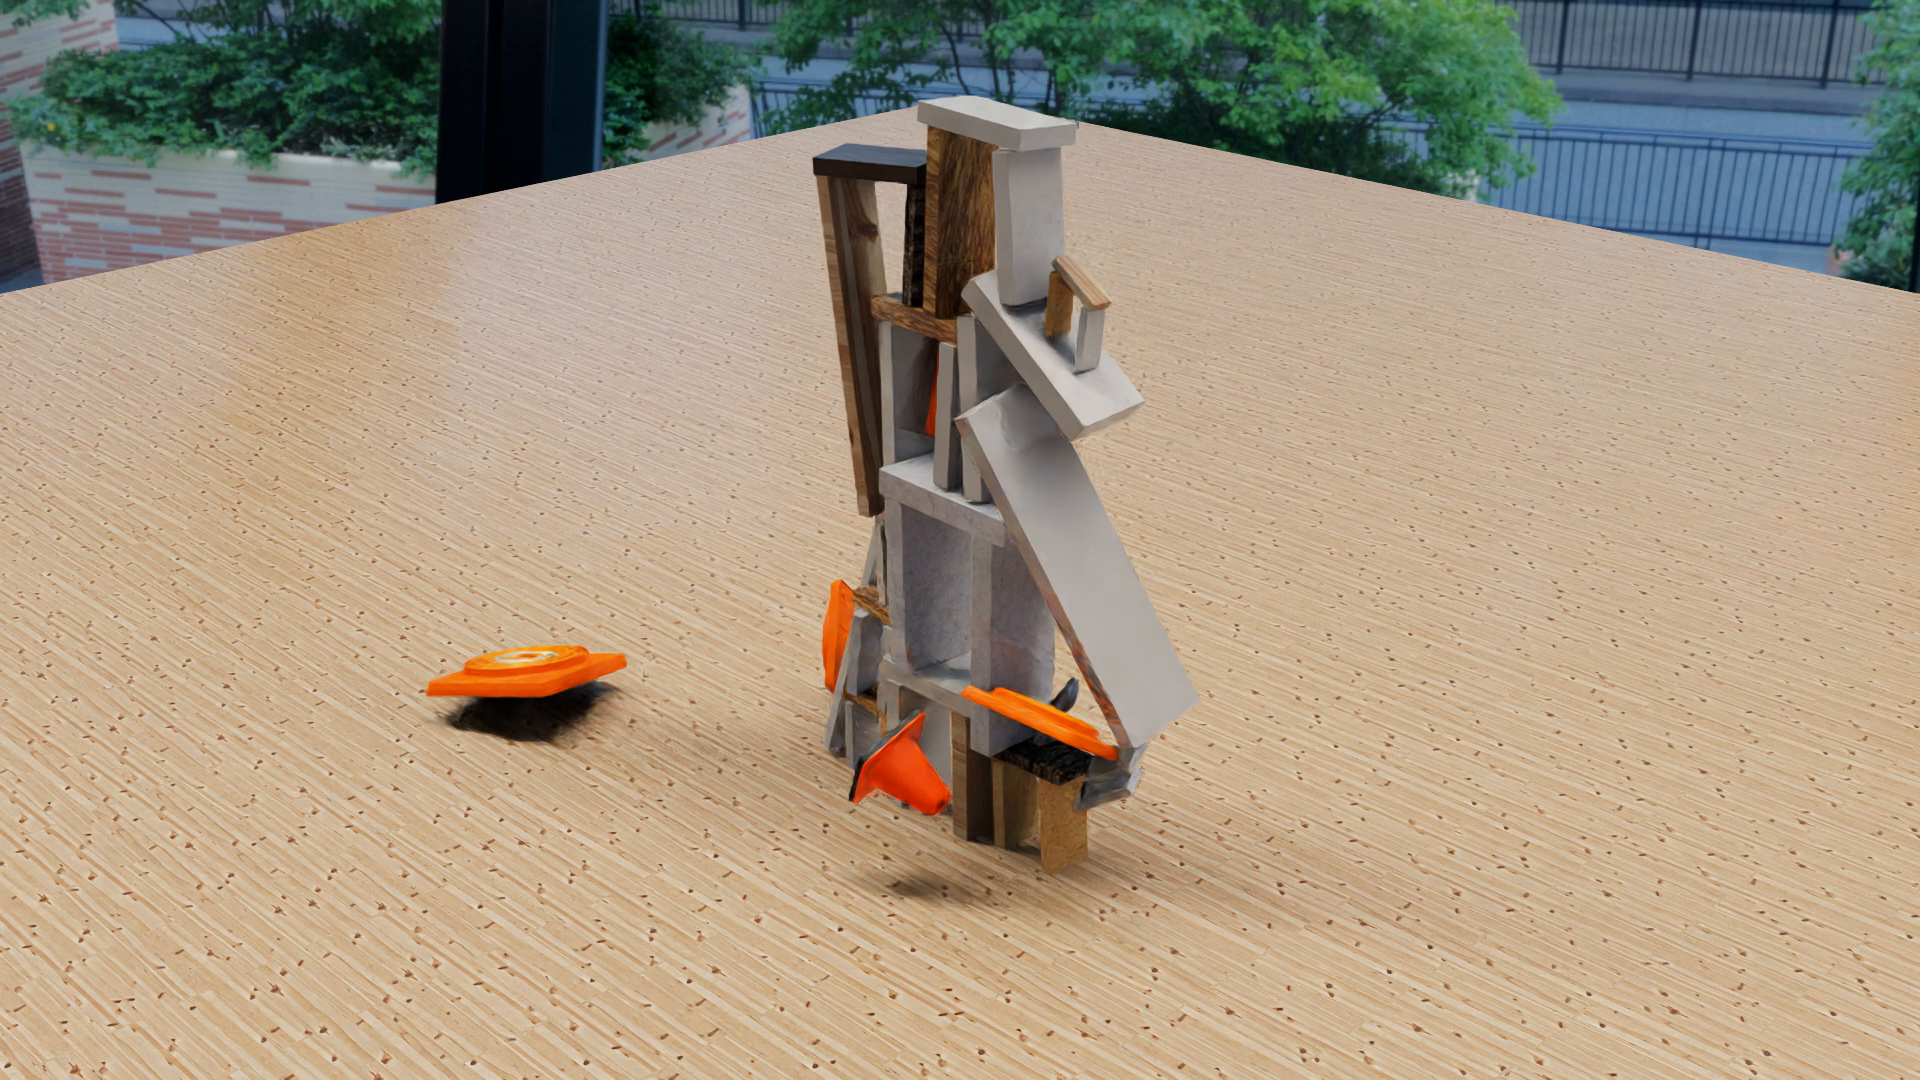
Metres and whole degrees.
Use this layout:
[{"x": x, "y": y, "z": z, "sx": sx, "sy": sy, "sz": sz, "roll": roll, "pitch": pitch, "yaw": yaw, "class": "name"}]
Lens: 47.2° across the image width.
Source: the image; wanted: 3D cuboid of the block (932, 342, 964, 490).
[{"x": 0.017, "y": -0.243, "z": 4.117, "sx": 0.137, "sy": 0.274, "sz": 0.039, "roll": -17, "pitch": 28, "yaw": -42, "class": "block"}]

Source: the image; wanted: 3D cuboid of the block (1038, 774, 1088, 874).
[{"x": 0.200, "y": 0.535, "z": 4.246, "sx": 0.098, "sy": 0.196, "sz": 0.028, "roll": -19, "pitch": 26, "yaw": -38, "class": "block"}]

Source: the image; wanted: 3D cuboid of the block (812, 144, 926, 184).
[{"x": -0.148, "y": -0.706, "z": 4.125, "sx": 0.231, "sy": 0.033, "sz": 0.116, "roll": 11, "pitch": 28, "yaw": 29, "class": "block"}]

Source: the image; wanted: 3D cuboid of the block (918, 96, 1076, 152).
[{"x": 0.064, "y": -0.744, "z": 3.919, "sx": 0.135, "sy": 0.038, "sz": 0.270, "roll": -15, "pitch": 29, "yaw": -40, "class": "block"}]

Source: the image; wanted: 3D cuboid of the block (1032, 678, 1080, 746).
[{"x": 0.185, "y": 0.329, "z": 4.217, "sx": 0.019, "sy": 0.131, "sz": 0.066, "roll": 30, "pitch": 32, "yaw": -9, "class": "block"}]

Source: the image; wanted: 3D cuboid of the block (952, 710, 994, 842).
[{"x": 0.047, "y": 0.445, "z": 4.357, "sx": 0.039, "sy": 0.276, "sz": 0.138, "roll": 20, "pitch": 30, "yaw": 41, "class": "block"}]

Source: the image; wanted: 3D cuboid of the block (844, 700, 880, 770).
[{"x": -0.204, "y": 0.399, "z": 4.622, "sx": 0.077, "sy": 0.155, "sz": 0.022, "roll": -21, "pitch": 31, "yaw": -41, "class": "block"}]

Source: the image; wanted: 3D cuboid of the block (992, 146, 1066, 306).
[{"x": 0.125, "y": -0.563, "z": 3.906, "sx": 0.135, "sy": 0.270, "sz": 0.038, "roll": -20, "pitch": 24, "yaw": -41, "class": "block"}]

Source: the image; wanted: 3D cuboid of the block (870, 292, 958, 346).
[{"x": -0.034, "y": -0.423, "z": 4.151, "sx": 0.137, "sy": 0.039, "sz": 0.274, "roll": -12, "pitch": 24, "yaw": -35, "class": "block"}]

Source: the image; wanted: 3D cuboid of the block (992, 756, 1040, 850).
[{"x": 0.110, "y": 0.501, "z": 4.327, "sx": 0.098, "sy": 0.196, "sz": 0.028, "roll": -21, "pitch": 28, "yaw": -40, "class": "block"}]

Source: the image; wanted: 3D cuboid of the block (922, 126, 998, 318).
[{"x": 0.001, "y": -0.589, "z": 4.043, "sx": 0.135, "sy": 0.348, "sz": 0.038, "roll": -12, "pitch": 23, "yaw": -35, "class": "block"}]

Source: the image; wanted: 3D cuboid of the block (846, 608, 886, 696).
[{"x": -0.189, "y": 0.221, "z": 4.535, "sx": 0.026, "sy": 0.185, "sz": 0.093, "roll": 22, "pitch": 31, "yaw": 29, "class": "block"}]

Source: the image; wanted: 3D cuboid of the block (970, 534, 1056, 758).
[{"x": 0.102, "y": 0.179, "z": 4.189, "sx": 0.178, "sy": 0.448, "sz": 0.050, "roll": -21, "pitch": 31, "yaw": -40, "class": "block"}]

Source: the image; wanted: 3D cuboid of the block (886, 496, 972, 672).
[{"x": -0.053, "y": 0.068, "z": 4.333, "sx": 0.178, "sy": 0.356, "sz": 0.050, "roll": -17, "pitch": 26, "yaw": -33, "class": "block"}]

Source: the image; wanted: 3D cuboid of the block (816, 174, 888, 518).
[{"x": -0.185, "y": -0.385, "z": 4.298, "sx": 0.033, "sy": 0.689, "sz": 0.116, "roll": 15, "pitch": 29, "yaw": 43, "class": "block"}]

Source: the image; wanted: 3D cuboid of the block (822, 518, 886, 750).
[{"x": -0.193, "y": 0.190, "z": 4.599, "sx": 0.083, "sy": 0.554, "sz": 0.023, "roll": -7, "pitch": 31, "yaw": -42, "class": "block"}]

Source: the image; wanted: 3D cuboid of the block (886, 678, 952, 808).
[{"x": -0.083, "y": 0.393, "z": 4.479, "sx": 0.138, "sy": 0.276, "sz": 0.039, "roll": -20, "pitch": 29, "yaw": -38, "class": "block"}]

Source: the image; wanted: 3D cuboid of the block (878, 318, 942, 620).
[{"x": -0.084, "y": -0.144, "z": 4.328, "sx": 0.137, "sy": 0.608, "sz": 0.039, "roll": -13, "pitch": 19, "yaw": -37, "class": "block"}]

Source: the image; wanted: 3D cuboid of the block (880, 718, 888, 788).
[{"x": -0.129, "y": 0.427, "z": 4.554, "sx": 0.077, "sy": 0.155, "sz": 0.022, "roll": -21, "pitch": 32, "yaw": -41, "class": "block"}]

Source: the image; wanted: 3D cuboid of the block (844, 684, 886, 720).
[{"x": -0.161, "y": 0.331, "z": 4.549, "sx": 0.077, "sy": 0.022, "sz": 0.155, "roll": -20, "pitch": 33, "yaw": -40, "class": "block"}]

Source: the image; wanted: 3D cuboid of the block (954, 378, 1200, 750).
[{"x": 0.218, "y": 0.043, "z": 4.026, "sx": 0.171, "sy": 0.690, "sz": 0.048, "roll": -33, "pitch": 13, "yaw": -26, "class": "block"}]

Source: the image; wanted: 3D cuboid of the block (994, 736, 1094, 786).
[{"x": 0.153, "y": 0.413, "z": 4.246, "sx": 0.098, "sy": 0.028, "sz": 0.196, "roll": -21, "pitch": 31, "yaw": -41, "class": "block"}]

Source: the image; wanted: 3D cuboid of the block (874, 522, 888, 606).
[{"x": -0.128, "y": 0.043, "z": 4.439, "sx": 0.083, "sy": 0.166, "sz": 0.023, "roll": -12, "pitch": 16, "yaw": -35, "class": "block"}]

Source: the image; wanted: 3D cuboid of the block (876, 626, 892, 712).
[{"x": -0.120, "y": 0.252, "z": 4.471, "sx": 0.093, "sy": 0.185, "sz": 0.026, "roll": -17, "pitch": 31, "yaw": -41, "class": "block"}]

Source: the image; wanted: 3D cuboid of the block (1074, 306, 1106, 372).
[{"x": 0.231, "y": -0.361, "z": 3.899, "sx": 0.016, "sy": 0.113, "sz": 0.057, "roll": 21, "pitch": 26, "yaw": 33, "class": "block"}]

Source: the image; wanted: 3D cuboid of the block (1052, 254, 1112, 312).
[{"x": 0.214, "y": -0.454, "z": 3.879, "sx": 0.057, "sy": 0.016, "sz": 0.113, "roll": -21, "pitch": 68, "yaw": -49, "class": "block"}]

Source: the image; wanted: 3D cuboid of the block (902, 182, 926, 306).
[{"x": -0.046, "y": -0.558, "z": 4.123, "sx": 0.116, "sy": 0.231, "sz": 0.033, "roll": -8, "pitch": 20, "yaw": -30, "class": "block"}]

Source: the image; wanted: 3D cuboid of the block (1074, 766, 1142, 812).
[{"x": 0.277, "y": 0.466, "z": 4.128, "sx": 0.131, "sy": 0.019, "sz": 0.066, "roll": -24, "pitch": 26, "yaw": 38, "class": "block"}]

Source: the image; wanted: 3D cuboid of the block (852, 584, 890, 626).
[{"x": -0.128, "y": 0.139, "z": 4.461, "sx": 0.093, "sy": 0.026, "sz": 0.185, "roll": -13, "pitch": 30, "yaw": -36, "class": "block"}]

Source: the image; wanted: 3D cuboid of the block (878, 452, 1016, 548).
[{"x": 0.028, "y": -0.084, "z": 4.167, "sx": 0.178, "sy": 0.050, "sz": 0.356, "roll": -19, "pitch": 30, "yaw": -38, "class": "block"}]

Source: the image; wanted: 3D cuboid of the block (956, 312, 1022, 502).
[{"x": 0.079, "y": -0.256, "z": 4.059, "sx": 0.171, "sy": 0.342, "sz": 0.048, "roll": -17, "pitch": 22, "yaw": -40, "class": "block"}]

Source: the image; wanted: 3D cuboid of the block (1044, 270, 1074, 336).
[{"x": 0.179, "y": -0.424, "z": 3.916, "sx": 0.016, "sy": 0.113, "sz": 0.057, "roll": 20, "pitch": 25, "yaw": 35, "class": "block"}]

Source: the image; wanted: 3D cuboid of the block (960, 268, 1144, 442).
[{"x": 0.166, "y": -0.347, "z": 3.959, "sx": 0.171, "sy": 0.048, "sz": 0.342, "roll": -25, "pitch": 74, "yaw": -42, "class": "block"}]

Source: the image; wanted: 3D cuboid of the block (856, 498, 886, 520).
[{"x": -0.129, "y": -0.065, "z": 4.449, "sx": 0.083, "sy": 0.023, "sz": 0.166, "roll": -20, "pitch": 26, "yaw": -32, "class": "block"}]

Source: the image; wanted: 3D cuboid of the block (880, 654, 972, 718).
[{"x": -0.014, "y": 0.273, "z": 4.358, "sx": 0.138, "sy": 0.039, "sz": 0.276, "roll": -21, "pitch": 30, "yaw": -39, "class": "block"}]

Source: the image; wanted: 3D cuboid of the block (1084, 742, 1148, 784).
[{"x": 0.292, "y": 0.416, "z": 4.127, "sx": 0.131, "sy": 0.019, "sz": 0.066, "roll": -21, "pitch": 33, "yaw": 52, "class": "block"}]
